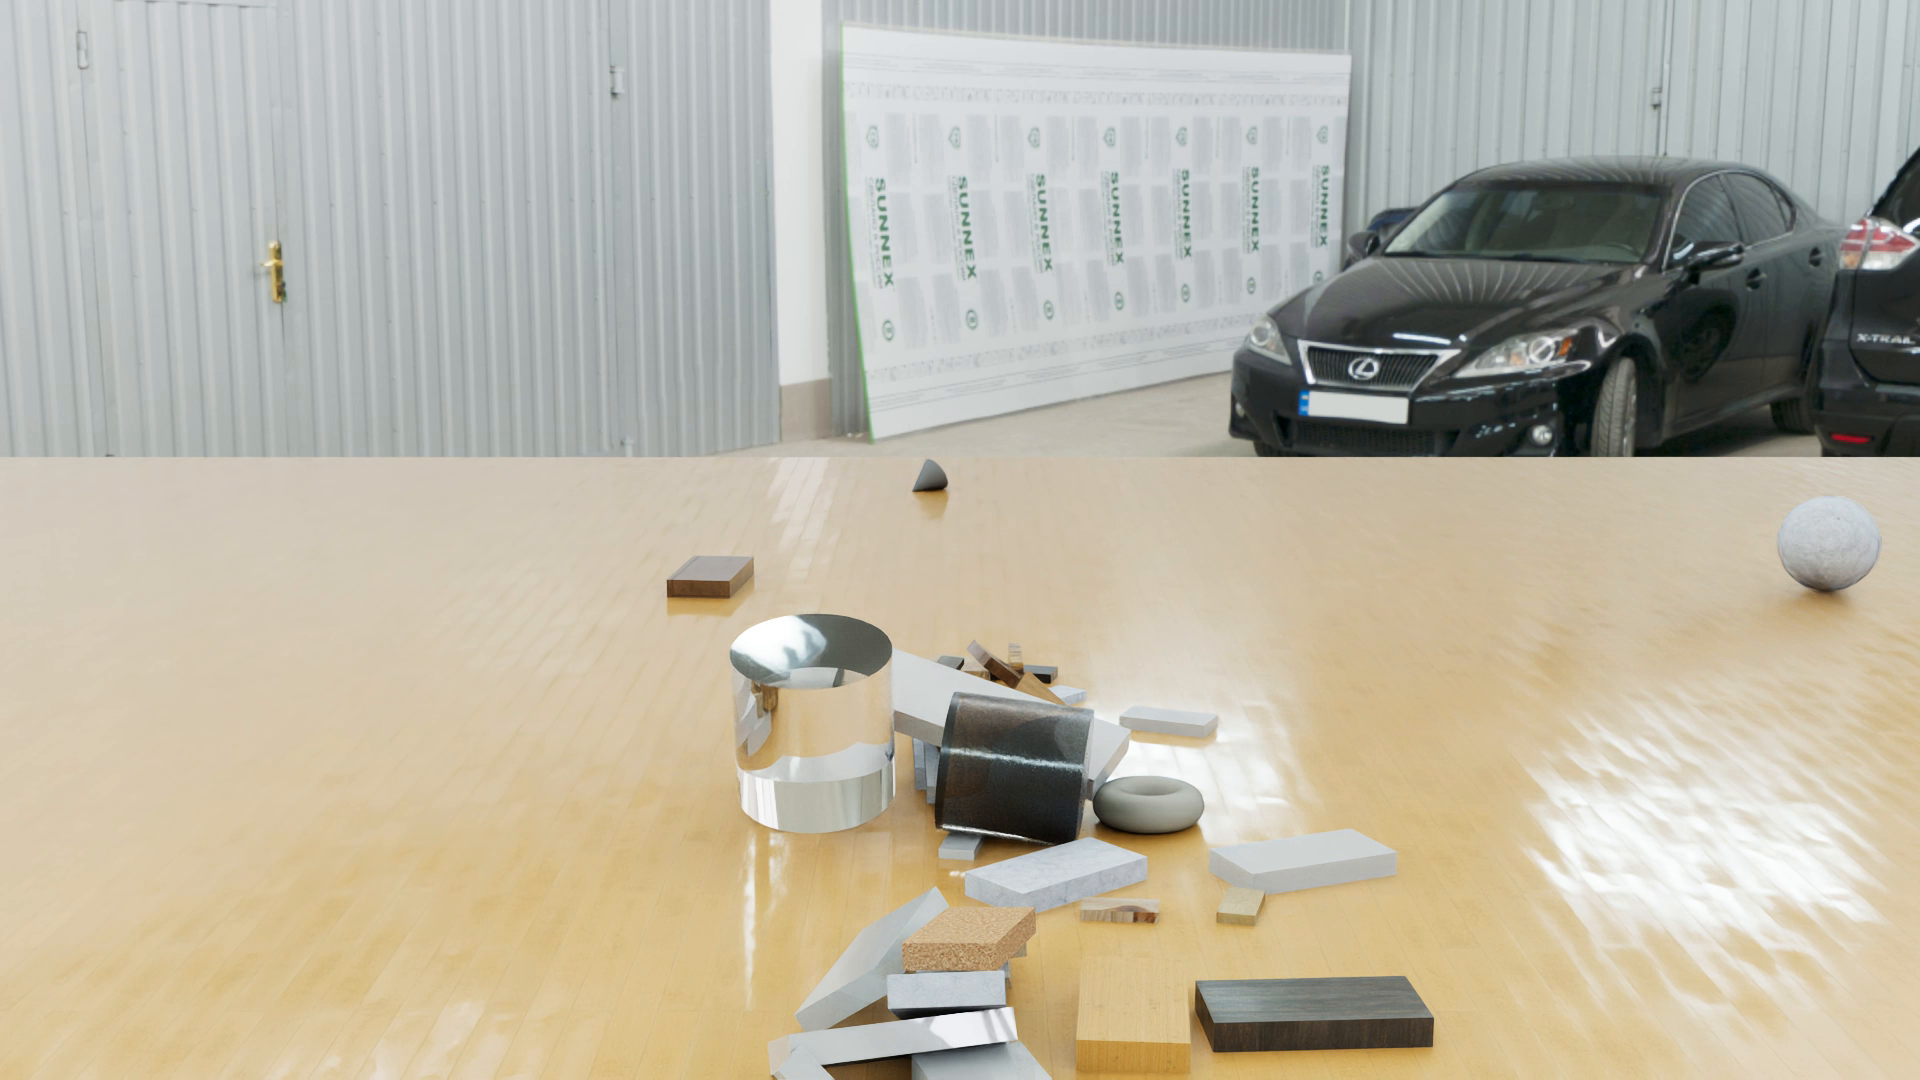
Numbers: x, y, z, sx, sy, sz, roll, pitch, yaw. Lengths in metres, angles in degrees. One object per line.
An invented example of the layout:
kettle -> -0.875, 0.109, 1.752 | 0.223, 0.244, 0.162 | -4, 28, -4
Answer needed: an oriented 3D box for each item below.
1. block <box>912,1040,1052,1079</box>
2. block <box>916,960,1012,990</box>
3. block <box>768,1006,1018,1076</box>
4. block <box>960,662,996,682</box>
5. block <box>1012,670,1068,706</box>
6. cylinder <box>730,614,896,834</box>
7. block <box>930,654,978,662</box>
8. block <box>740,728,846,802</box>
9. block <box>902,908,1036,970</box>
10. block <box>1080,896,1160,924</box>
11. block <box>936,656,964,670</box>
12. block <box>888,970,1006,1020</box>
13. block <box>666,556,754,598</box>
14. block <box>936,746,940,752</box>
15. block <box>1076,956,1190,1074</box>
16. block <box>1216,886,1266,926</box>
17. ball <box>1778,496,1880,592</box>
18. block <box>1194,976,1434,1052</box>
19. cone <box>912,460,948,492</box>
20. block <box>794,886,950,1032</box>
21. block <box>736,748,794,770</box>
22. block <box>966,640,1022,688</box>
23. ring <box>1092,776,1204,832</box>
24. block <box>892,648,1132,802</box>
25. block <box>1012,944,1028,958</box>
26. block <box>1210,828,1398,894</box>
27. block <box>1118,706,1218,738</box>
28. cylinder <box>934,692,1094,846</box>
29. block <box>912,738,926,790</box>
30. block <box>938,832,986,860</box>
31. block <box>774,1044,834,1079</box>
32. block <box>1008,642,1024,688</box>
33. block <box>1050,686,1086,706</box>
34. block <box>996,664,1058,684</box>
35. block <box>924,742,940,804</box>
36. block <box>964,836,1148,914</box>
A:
block -> 0.054, 0.728, 2.807 | 0.153, 0.043, 0.305 | -3, 11, -17
block -> 0.009, 0.615, 3.129 | 0.127, 0.036, 0.254 | -3, -15, 2
block -> -0.092, 0.670, 2.941 | 0.305, 0.043, 0.153 | -3, -15, -17
block -> -0.011, 0.306, 4.894 | 0.171, 0.048, 0.342 | 0, 0, 3
block -> 0.158, 0.365, 4.531 | 0.146, 0.041, 0.292 | 42, 15, 1
cylinder -> -0.269, 0.335, 4.055 | 0.296, 0.296, 0.296 | 0, 25, 0
block -> 0.006, 0.294, 5.201 | 0.154, 0.022, 0.077 | 5, 11, 23
block -> -0.324, 0.440, 4.339 | 0.175, 0.049, 0.349 | 0, 11, 1
block -> 0.016, 0.542, 2.999 | 0.127, 0.036, 0.254 | -2, 1, 14
block -> 0.260, 0.600, 3.566 | 0.125, 0.018, 0.063 | 1, 11, 6
block -> -0.031, 0.278, 4.713 | 0.051, 0.015, 0.103 | 6, 23, 17
block -> -0.014, 0.624, 3.004 | 0.153, 0.043, 0.305 | -2, -15, 1
block -> -0.696, 0.102, 6.159 | 0.175, 0.049, 0.349 | 1, 11, 5
block -> 0.051, 0.423, 4.141 | 0.146, 0.041, 0.293 | -5, 34, -14
block -> 0.246, 0.670, 3.120 | 0.154, 0.044, 0.308 | 1, 11, 5
block -> 0.458, 0.597, 3.584 | 0.063, 0.018, 0.125 | 3, 11, 15
ball -> 2.395, 0.011, 6.068 | 0.263, 0.263, 0.263 | 0, 11, 0
block -> 0.499, 0.670, 3.116 | 0.308, 0.044, 0.154 | -1, 11, -3
cone -> -0.127, -0.203, 7.790 | 0.120, 0.120, 0.120 | -37, 29, -26
block -> -0.124, 0.615, 3.226 | 0.143, 0.040, 0.347 | -33, 1, 17
block -> -0.377, 0.424, 4.254 | 0.103, 0.015, 0.051 | -10, 15, -44
block -> 0.104, 0.293, 4.772 | 0.190, 0.027, 0.095 | 38, 2, -31
ring -> 0.347, 0.486, 4.047 | 0.206, 0.069, 0.206 | 0, 9, 0
block -> 0.033, 0.339, 4.185 | 0.558, 0.049, 0.175 | 18, 35, 20
block -> 0.020, 0.602, 3.252 | 0.127, 0.036, 0.254 | -1, -11, -6
block -> 0.587, 0.551, 3.767 | 0.285, 0.040, 0.143 | -4, 11, -23
block -> 0.444, 0.387, 4.689 | 0.190, 0.027, 0.095 | 5, 11, 23
cylinder -> 0.099, 0.407, 3.903 | 0.248, 0.248, 0.248 | 7, 11, 6
block -> -0.009, 0.394, 4.401 | 0.171, 0.048, 0.342 | -1, 23, -3
block -> 0.005, 0.538, 3.900 | 0.063, 0.018, 0.125 | 2, 11, 10
block -> -0.185, 0.700, 2.804 | 0.015, 0.104, 0.052 | -45, -2, 42
block -> 0.125, 0.300, 4.968 | 0.027, 0.095, 0.190 | 0, 11, -1
block -> 0.203, 0.353, 4.887 | 0.077, 0.022, 0.154 | 9, 14, 41
block -> 0.145, 0.310, 5.118 | 0.154, 0.022, 0.077 | 3, 11, 15
block -> 0.004, 0.398, 4.255 | 0.146, 0.041, 0.292 | -1, 33, -3
block -> 0.163, 0.564, 3.697 | 0.285, 0.040, 0.143 | -9, 14, -39
